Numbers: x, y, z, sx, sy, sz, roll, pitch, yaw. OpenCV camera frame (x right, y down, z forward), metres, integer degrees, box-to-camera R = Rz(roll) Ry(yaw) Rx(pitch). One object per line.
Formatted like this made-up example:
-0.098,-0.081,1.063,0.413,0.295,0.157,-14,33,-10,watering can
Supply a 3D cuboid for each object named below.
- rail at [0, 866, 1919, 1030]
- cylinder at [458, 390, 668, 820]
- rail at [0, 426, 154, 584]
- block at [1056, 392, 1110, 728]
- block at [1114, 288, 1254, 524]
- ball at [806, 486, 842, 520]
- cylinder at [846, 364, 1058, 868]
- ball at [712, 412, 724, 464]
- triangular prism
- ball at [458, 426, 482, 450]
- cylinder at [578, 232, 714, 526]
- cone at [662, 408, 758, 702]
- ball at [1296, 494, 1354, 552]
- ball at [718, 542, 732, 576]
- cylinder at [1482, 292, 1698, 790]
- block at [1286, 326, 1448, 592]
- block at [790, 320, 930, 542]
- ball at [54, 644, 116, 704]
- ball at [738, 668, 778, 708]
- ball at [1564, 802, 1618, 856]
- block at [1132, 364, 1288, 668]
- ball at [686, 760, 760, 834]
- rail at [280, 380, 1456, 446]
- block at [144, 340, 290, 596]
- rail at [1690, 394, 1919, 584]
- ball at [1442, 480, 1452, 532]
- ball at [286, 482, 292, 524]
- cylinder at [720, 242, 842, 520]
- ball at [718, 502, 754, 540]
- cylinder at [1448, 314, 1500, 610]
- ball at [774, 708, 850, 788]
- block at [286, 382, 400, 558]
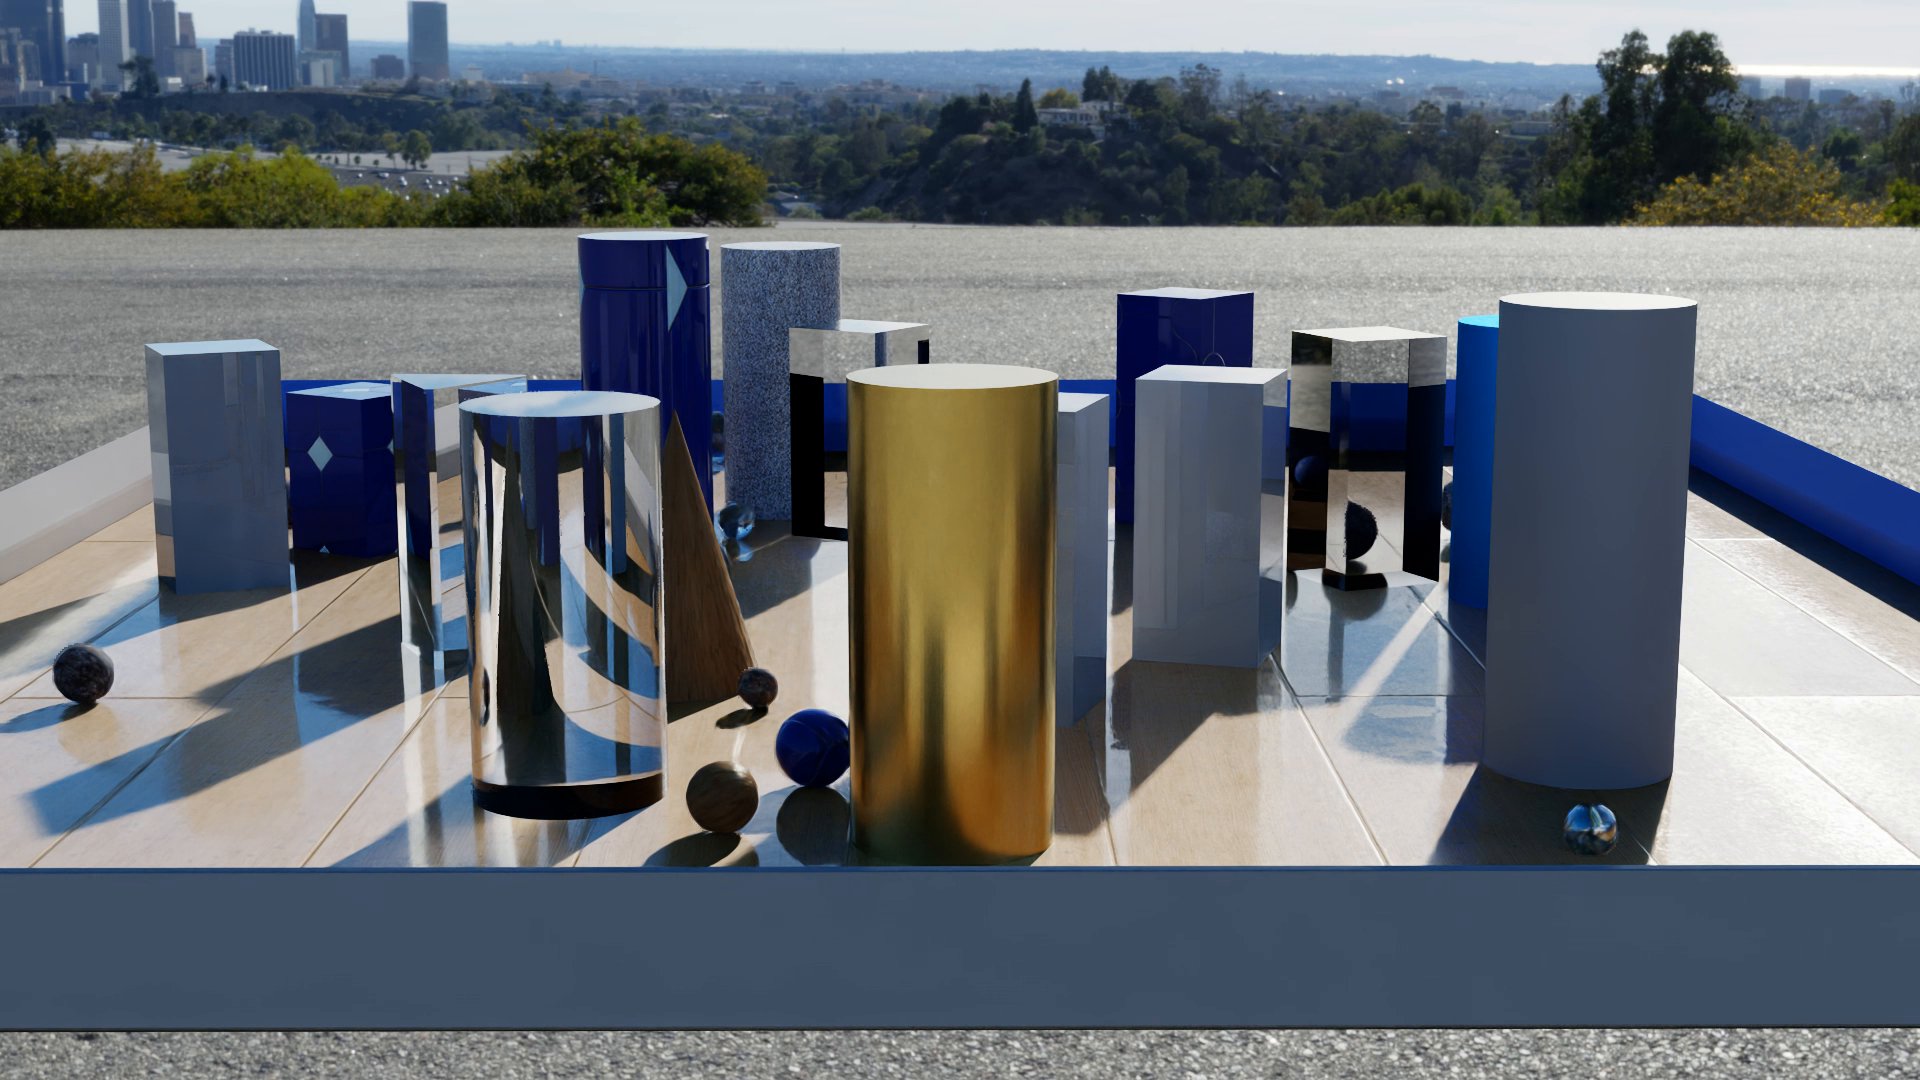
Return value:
0.009,0.307,1.972,2.723,0.128,0.045,0,10,0,rail
-0.394,0.061,2.566,0.197,0.397,0.197,0,10,0,cylinder
-1.338,0.034,3.441,0.045,0.128,3.052,0,10,0,rail
0.073,0.017,2.921,0.157,0.354,0.157,3,11,17,block
0.360,-0.213,4.126,0.157,0.368,0.157,8,13,37,block
-0.221,-0.060,4.146,0.058,0.058,0.058,0,10,0,ball
-0.007,0.066,2.414,0.197,0.443,0.197,0,10,0,cylinder
-0.451,-0.189,4.732,0.098,0.098,0.098,0,10,0,ball
-0.650,-0.031,3.209,0.148,0.344,0.170,7,13,33,triangular prism
-0.938,-0.194,4.905,0.046,0.046,0.046,0,10,0,ball
-0.477,-0.226,3.905,0.197,0.472,0.197,0,10,0,cylinder
-0.334,0.007,3.038,0.197,0.330,0.197,0,10,0,cone
0.551,-0.025,3.875,0.088,0.088,0.088,0,10,0,ball
-0.358,0.035,3.579,0.077,0.077,0.077,0,10,0,ball
0.651,-0.004,2.663,0.197,0.489,0.197,0,10,0,cylinder
0.579,-0.119,3.663,0.157,0.351,0.157,-5,11,-24,block
-0.156,-0.173,4.022,0.157,0.326,0.157,6,12,30,block
-1.011,0.155,2.963,0.068,0.068,0.068,0,10,0,ball
-0.231,0.170,2.940,0.046,0.046,0.046,0,10,0,ball
0.588,0.269,2.392,0.050,0.050,0.050,0,10,0,ball
0.312,-0.033,3.201,0.157,0.350,0.157,3,11,17,block
-0.228,0.247,2.460,0.070,0.070,0.070,0,10,0,ball
-0.009,-0.241,4.926,2.723,0.128,0.045,0,10,0,rail
-1.053,-0.107,3.640,0.157,0.335,0.157,-5,12,-26,block
1.338,0.031,3.456,0.045,0.128,3.052,0,10,0,rail
0.793,-0.052,3.993,0.098,0.098,0.098,0,10,0,ball
-1.083,-0.060,4.115,0.069,0.069,0.069,0,10,0,ball
-0.292,-0.265,4.216,0.197,0.436,0.197,0,10,0,cylinder
-0.348,-0.029,3.982,0.057,0.057,0.057,0,10,0,ball
0.776,-0.108,3.516,0.197,0.383,0.197,0,10,0,cylinder
-0.148,0.212,2.618,0.081,0.081,0.081,0,10,0,ball
-0.910,-0.110,3.920,0.157,0.239,0.157,7,12,32,block
